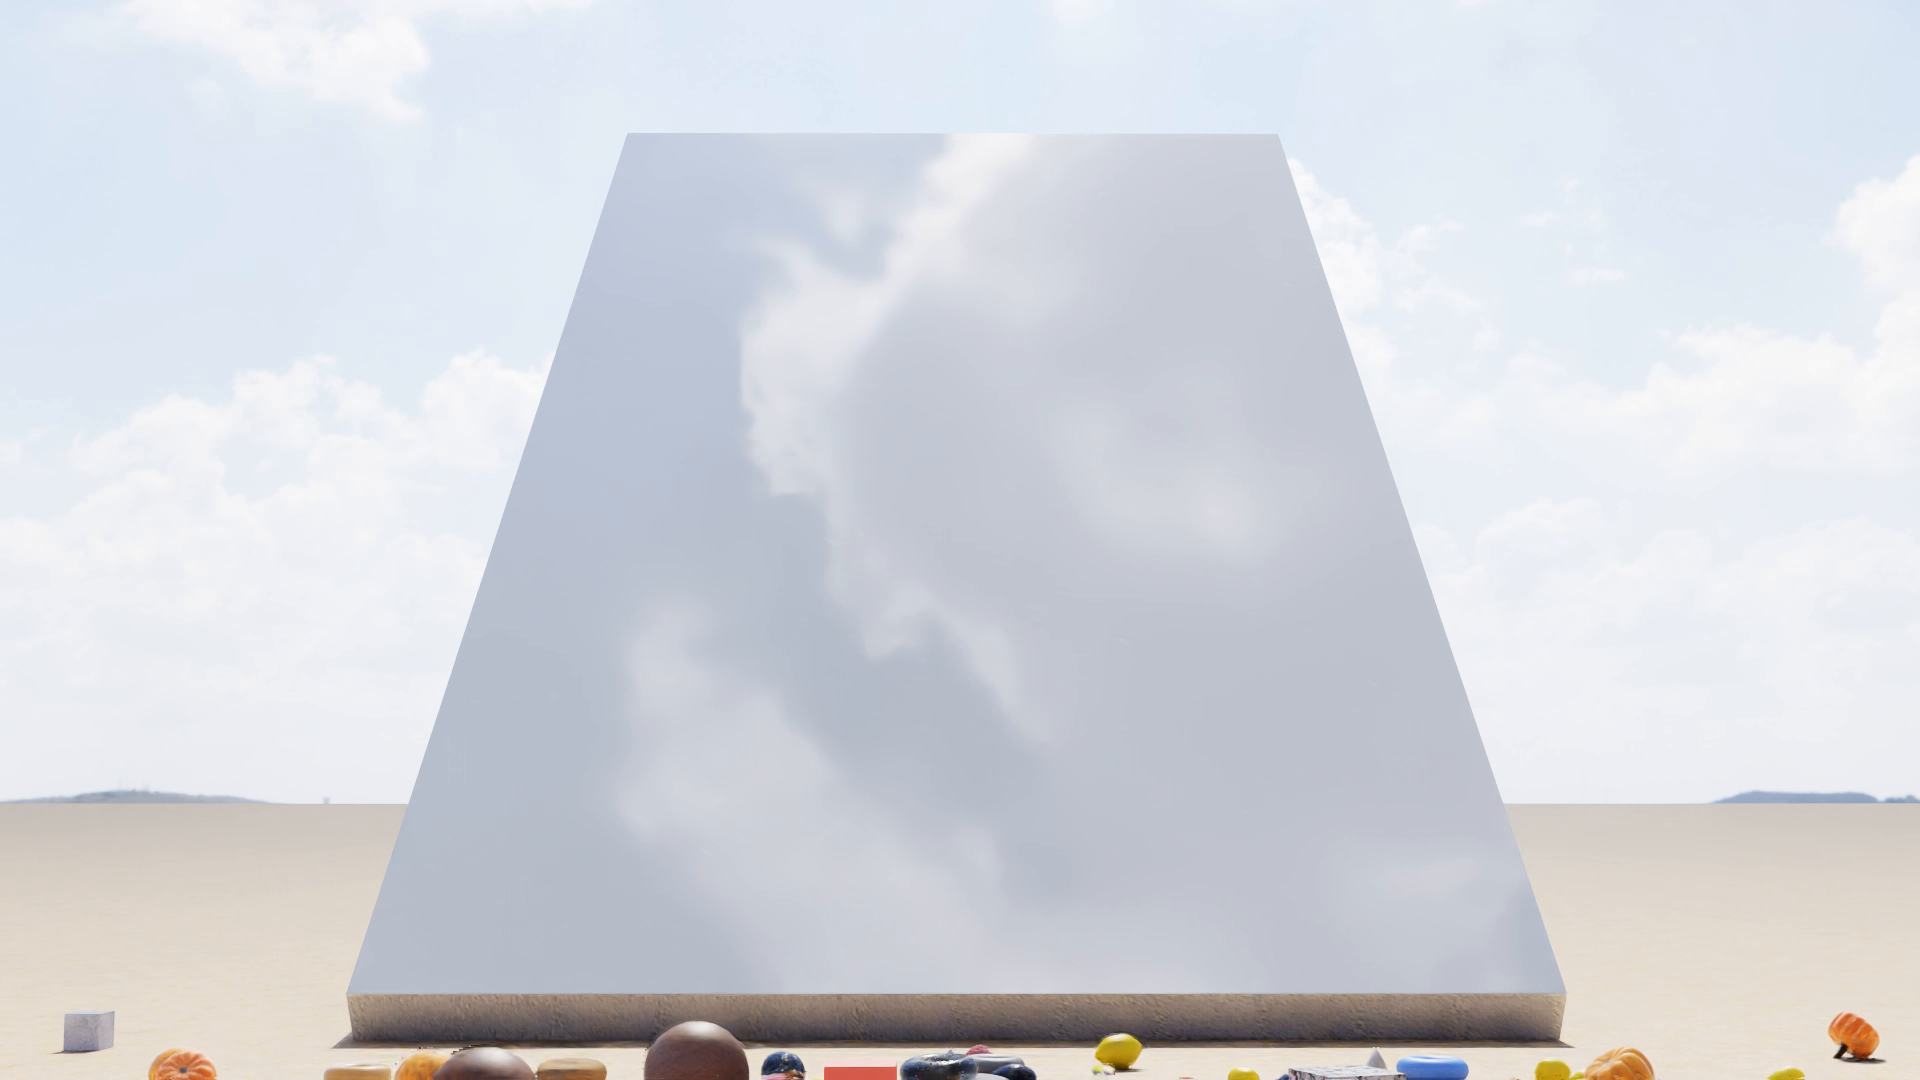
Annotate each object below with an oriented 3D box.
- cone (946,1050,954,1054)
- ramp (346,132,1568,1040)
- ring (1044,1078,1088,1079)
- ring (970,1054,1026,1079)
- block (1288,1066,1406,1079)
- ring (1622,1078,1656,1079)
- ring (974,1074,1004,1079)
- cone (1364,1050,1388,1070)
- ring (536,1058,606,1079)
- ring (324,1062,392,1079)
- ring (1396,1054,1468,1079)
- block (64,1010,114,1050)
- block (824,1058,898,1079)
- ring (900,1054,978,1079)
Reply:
[{"bbox_3d":[0.005,0.718,3.134,0.083,0.083,0.083,26,0,13],"label":"cone"},{"bbox_3d":[-0.013,-0.211,5.713,2.000,0.100,4.000,0,30,0],"label":"ramp"},{"bbox_3d":[0.140,0.705,3.042,0.134,0.045,0.134,1,-7,0],"label":"ring"},{"bbox_3d":[0.047,0.757,3.468,0.094,0.031,0.094,1,-6,0],"label":"ring"},{"bbox_3d":[0.433,0.643,2.702,0.096,0.096,0.096,2,-6,-20],"label":"block"},{"bbox_3d":[0.912,0.734,3.223,0.078,0.026,0.078,1,-7,0],"label":"ring"},{"bbox_3d":[0.002,0.701,3.022,0.146,0.049,0.146,-2,-3,0],"label":"ring"},{"bbox_3d":[0.567,0.748,3.361,0.057,0.057,0.057,-27,-6,-2],"label":"cone"},{"bbox_3d":[-0.545,0.748,3.388,0.098,0.033,0.098,1,-5,0],"label":"ring"},{"bbox_3d":[-0.838,0.746,3.358,0.094,0.031,0.094,0,-7,0],"label":"ring"},{"bbox_3d":[0.671,0.752,3.431,0.102,0.034,0.102,1,-7,0],"label":"ring"},{"bbox_3d":[-1.397,0.787,3.872,0.058,0.058,0.058,0,-6,4],"label":"block"},{"bbox_3d":[-0.119,0.668,2.888,0.085,0.085,0.085,0,-6,0],"label":"block"},{"bbox_3d":[-0.027,0.661,3.006,0.098,0.033,0.098,-4,-3,0],"label":"ring"}]
